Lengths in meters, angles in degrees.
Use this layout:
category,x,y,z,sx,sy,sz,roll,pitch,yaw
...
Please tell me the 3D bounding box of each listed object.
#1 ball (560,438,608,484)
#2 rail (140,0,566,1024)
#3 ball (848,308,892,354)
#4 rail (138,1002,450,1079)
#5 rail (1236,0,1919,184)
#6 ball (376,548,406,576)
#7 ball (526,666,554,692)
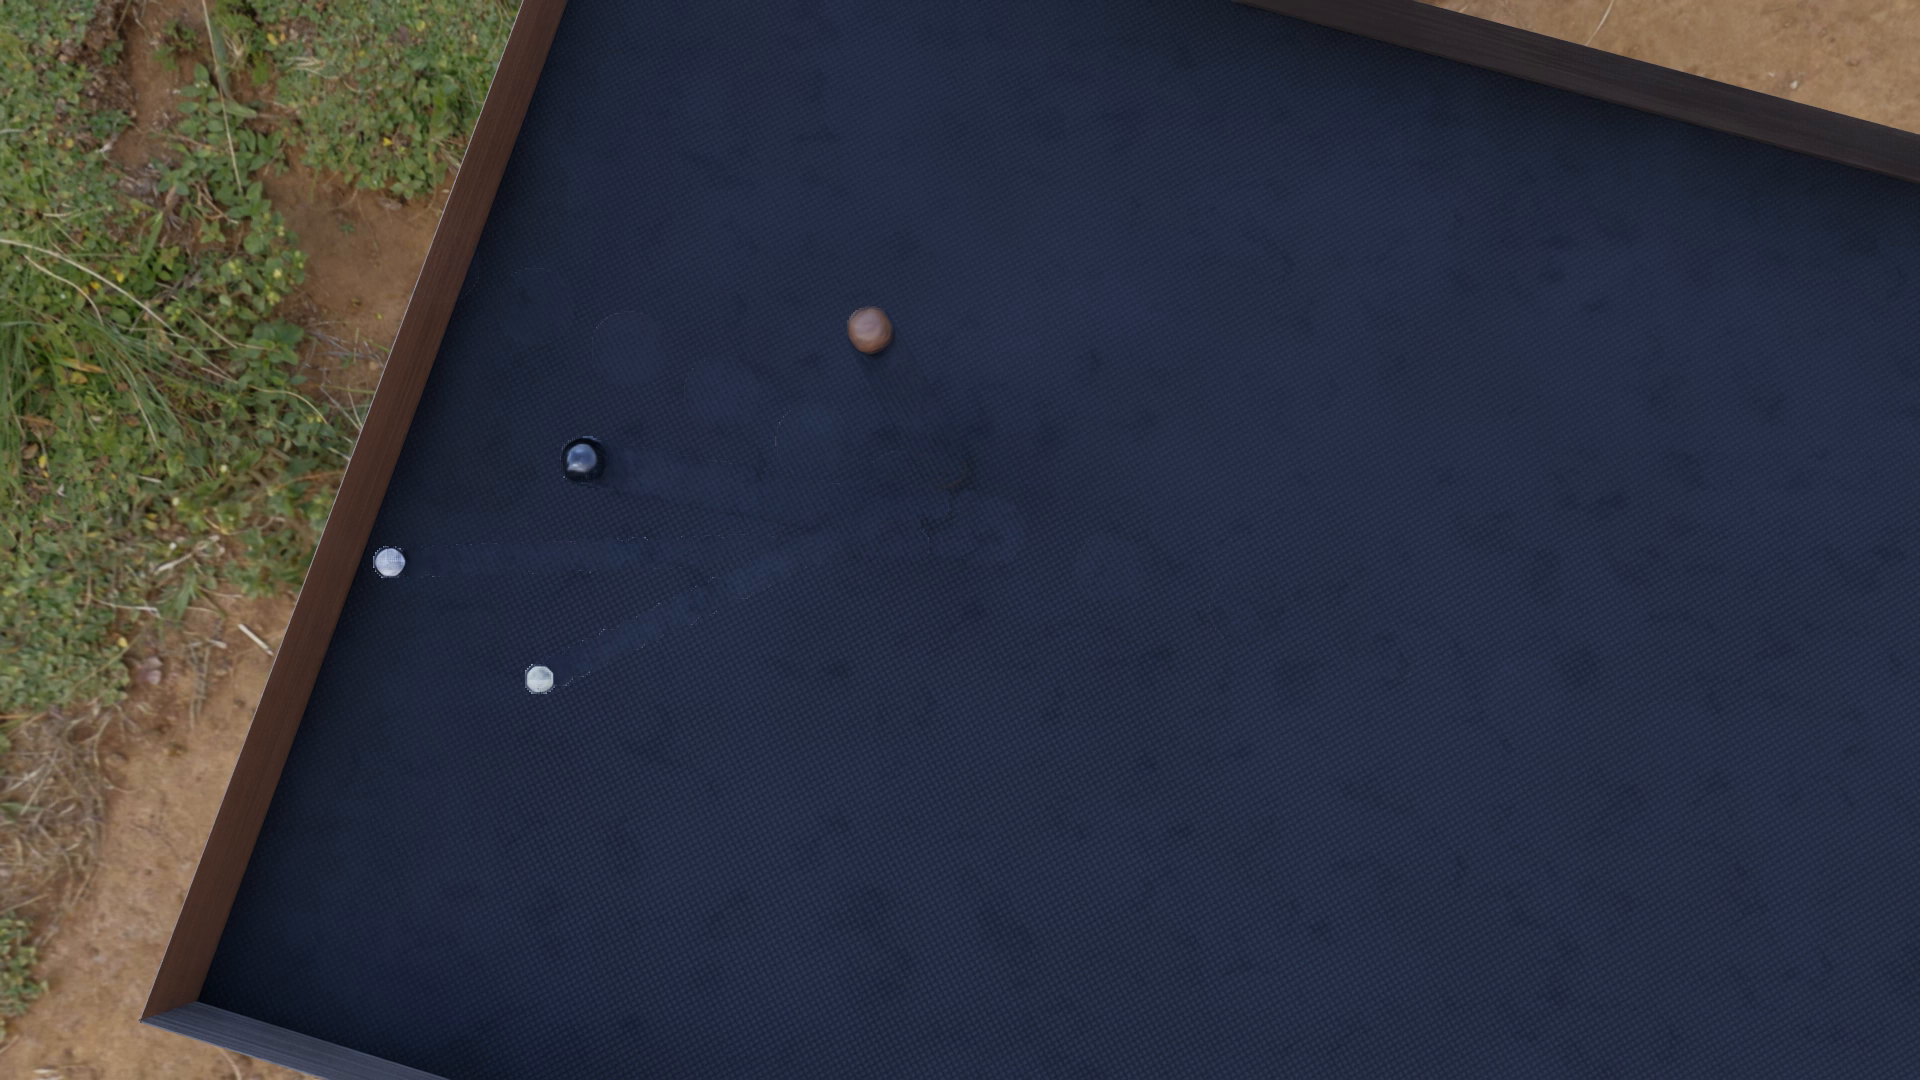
category,x,y,z,sx,sy,sz,roll,pitch,yaw
ball,-0.575,-0.121,3.361,0.070,0.070,0.070,0,76,0
rail,-0.837,-0.249,3.361,0.045,0.128,2.026,16,77,4
ball,-0.139,-0.324,3.411,0.069,0.069,0.069,0,76,0
rail,0.580,1.159,3.014,3.587,0.128,0.045,16,77,4
rail,1.140,-0.684,3.469,3.587,0.128,0.045,16,77,4
ball,-0.864,0.034,3.336,0.044,0.044,0.044,0,76,0
ball,-0.629,0.208,3.294,0.041,0.041,0.041,0,76,0
